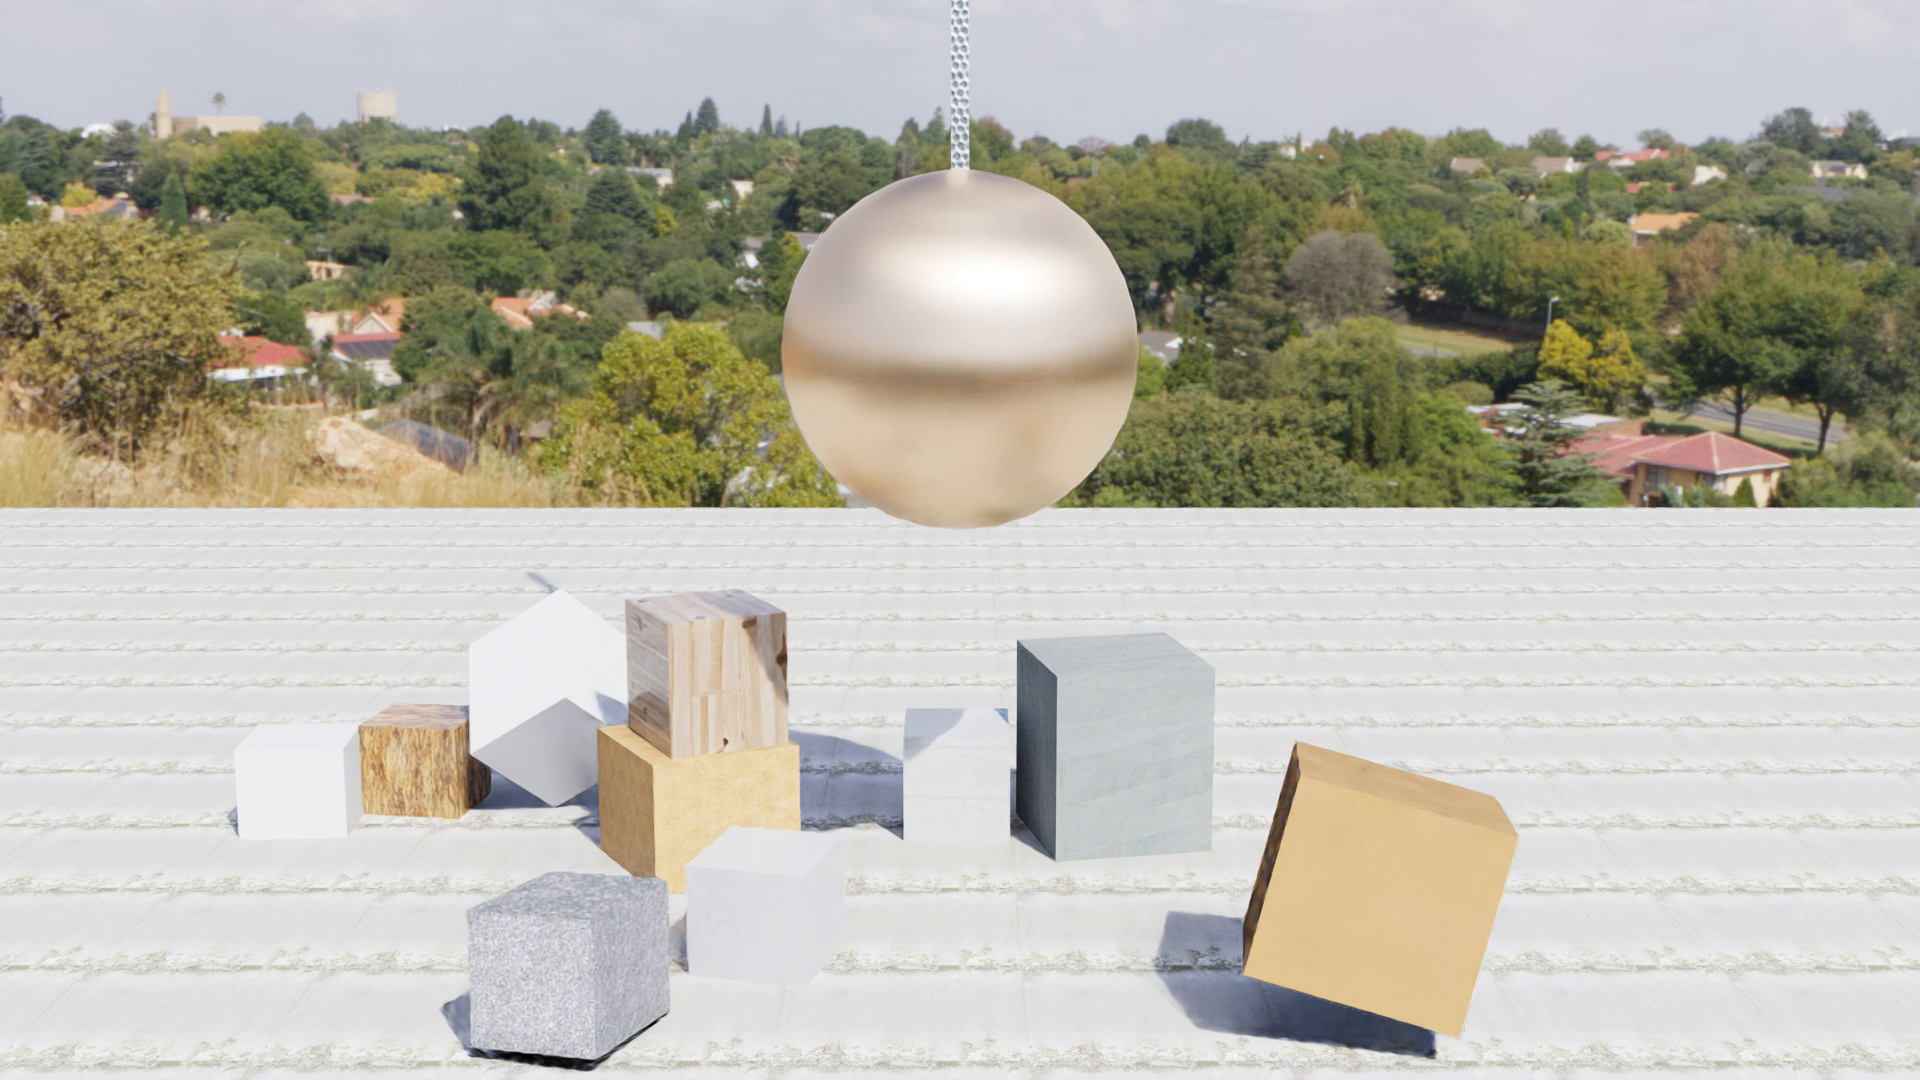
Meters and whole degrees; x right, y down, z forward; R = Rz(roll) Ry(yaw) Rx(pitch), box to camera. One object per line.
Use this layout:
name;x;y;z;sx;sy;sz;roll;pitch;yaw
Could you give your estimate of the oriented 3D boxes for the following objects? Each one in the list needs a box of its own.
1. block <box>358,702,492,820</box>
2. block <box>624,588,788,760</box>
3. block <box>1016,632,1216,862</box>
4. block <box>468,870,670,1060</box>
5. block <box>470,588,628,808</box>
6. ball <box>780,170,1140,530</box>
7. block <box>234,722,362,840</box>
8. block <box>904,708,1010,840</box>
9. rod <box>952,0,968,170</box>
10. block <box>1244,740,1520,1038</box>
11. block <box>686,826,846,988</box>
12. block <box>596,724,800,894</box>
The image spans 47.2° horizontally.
block;-2.852;1.175;11.749;0.528;0.485;0.482;2;10;9
block;-1.237;0.638;10.714;0.597;0.650;0.635;-5;11;-26
block;0.777;1.038;11.234;0.805;0.939;0.827;-2;11;-12
block;-1.533;1.664;8.687;0.530;0.540;0.658;1;5;18
block;-2.131;0.841;11.656;0.646;0.645;0.746;-30;44;19
ball;0.000;-0.843;9.825;1.600;1.600;1.600;0;10;0
block;-3.411;1.245;11.406;0.541;0.469;0.504;-1;10;-4
block;-0.016;1.209;11.402;0.538;0.542;0.580;0;10;0
rod;0.000;-4.243;9.888;0.080;5.200;0.080;0;-1;0
block;1.649;1.365;8.765;0.846;0.810;0.786;15;6;6
block;-0.832;1.577;9.517;0.525;0.490;0.561;3;11;14
block;-1.289;1.271;10.813;0.746;0.631;0.772;-6;12;-28
